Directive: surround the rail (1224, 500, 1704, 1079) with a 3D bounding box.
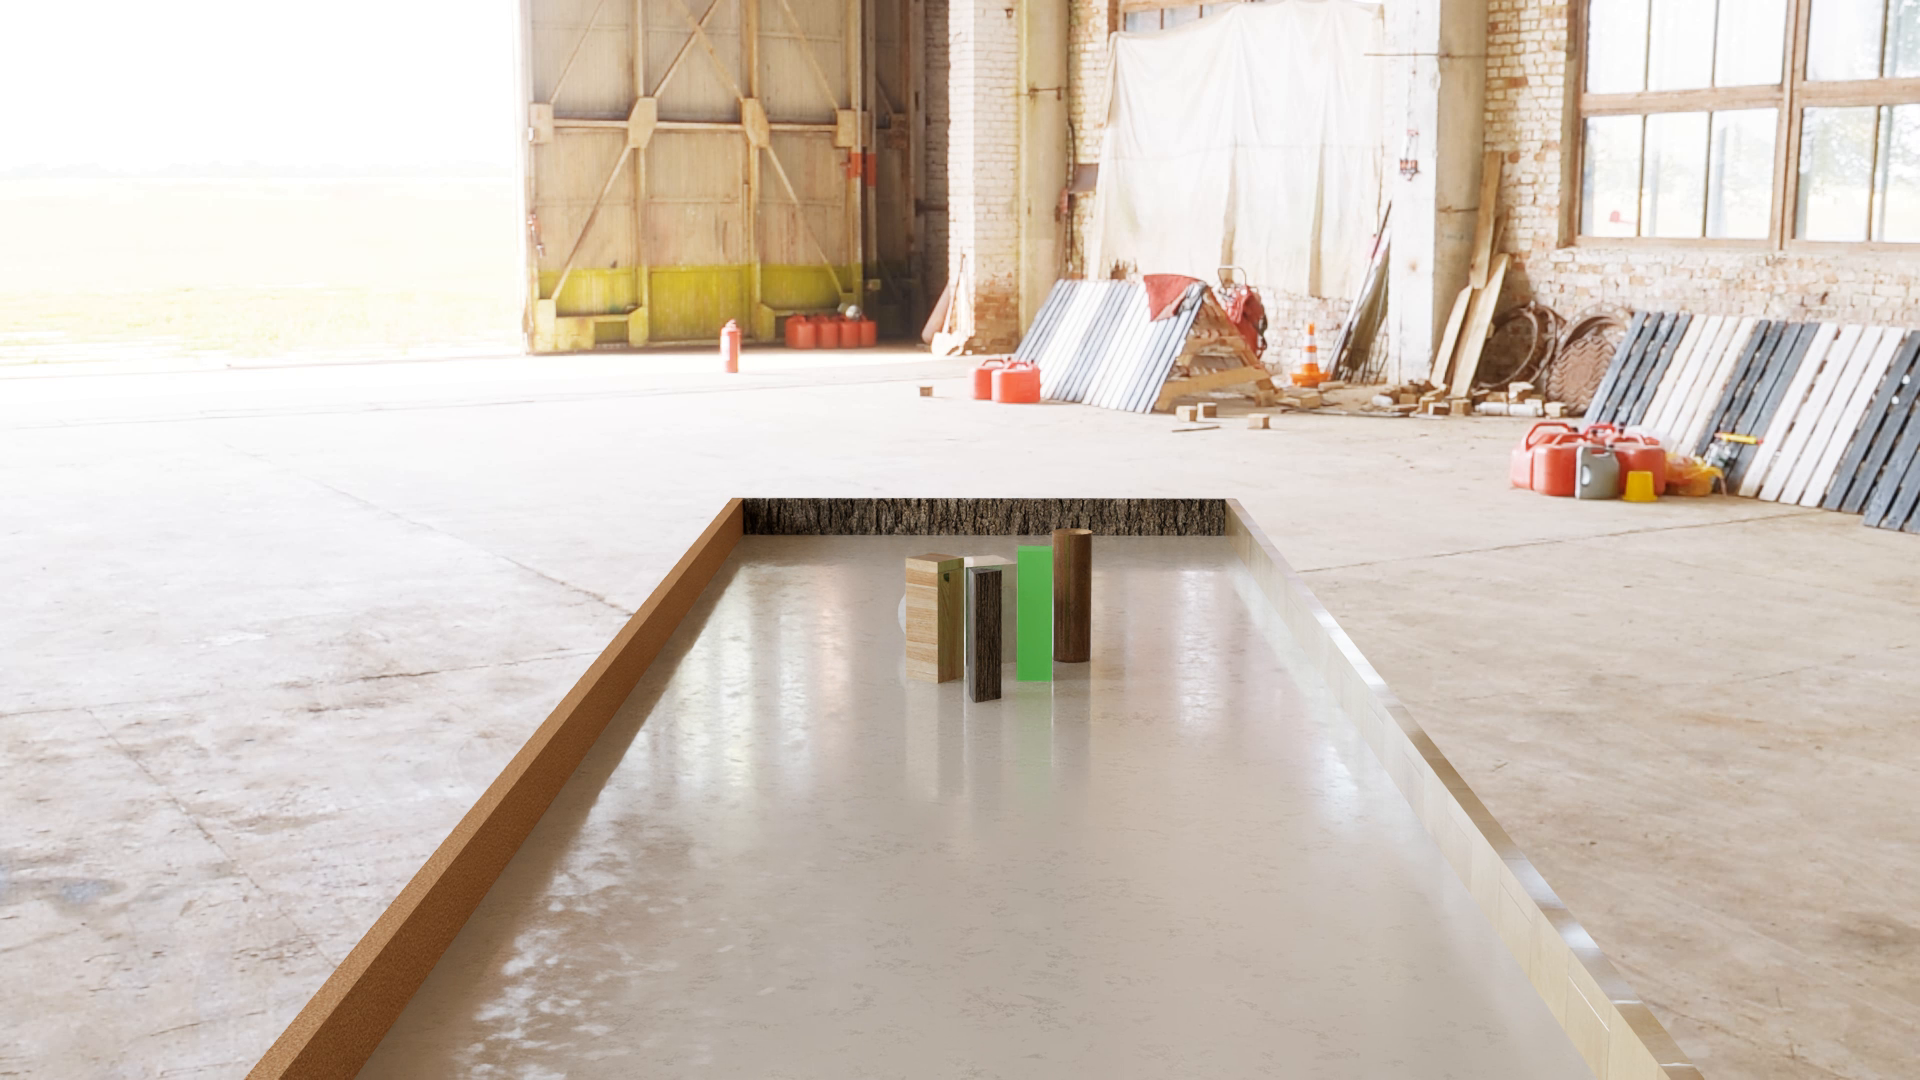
[{"bbox_3d":[1.046,0.843,3.208,0.050,0.150,12.000,0,9,1],"label":"rail"}]

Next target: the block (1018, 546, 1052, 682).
[{"bbox_3d":[0.220,0.214,6.434,0.101,0.383,0.101,0,9,3],"label":"block"}]

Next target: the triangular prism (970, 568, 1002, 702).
[{"bbox_3d":[0.053,0.264,6.173,0.096,0.366,0.084,-7,11,-37],"label":"triangular prism"}]

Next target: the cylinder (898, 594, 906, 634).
[{"bbox_3d":[-0.034,0.219,7.056,0.180,0.180,0.323,6,11,32],"label":"cylinder"}]

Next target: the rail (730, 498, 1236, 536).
[{"bbox_3d":[0.099,-0.098,9.147,2.100,0.150,0.050,0,9,1],"label":"rail"}]

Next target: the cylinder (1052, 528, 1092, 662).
[{"bbox_3d":[0.340,0.169,6.690,0.123,0.393,0.123,0,9,0],"label":"cylinder"}]

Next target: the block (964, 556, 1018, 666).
[{"bbox_3d":[0.063,0.213,6.697,0.169,0.303,0.169,-4,10,-22],"label":"block"}]

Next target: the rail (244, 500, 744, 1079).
[{"bbox_3d":[-1.004,0.839,3.234,0.050,0.150,12.000,0,9,1],"label":"rail"}]

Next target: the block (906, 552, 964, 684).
[{"bbox_3d":[-0.073,0.227,6.435,0.122,0.357,0.122,7,12,39],"label":"block"}]
